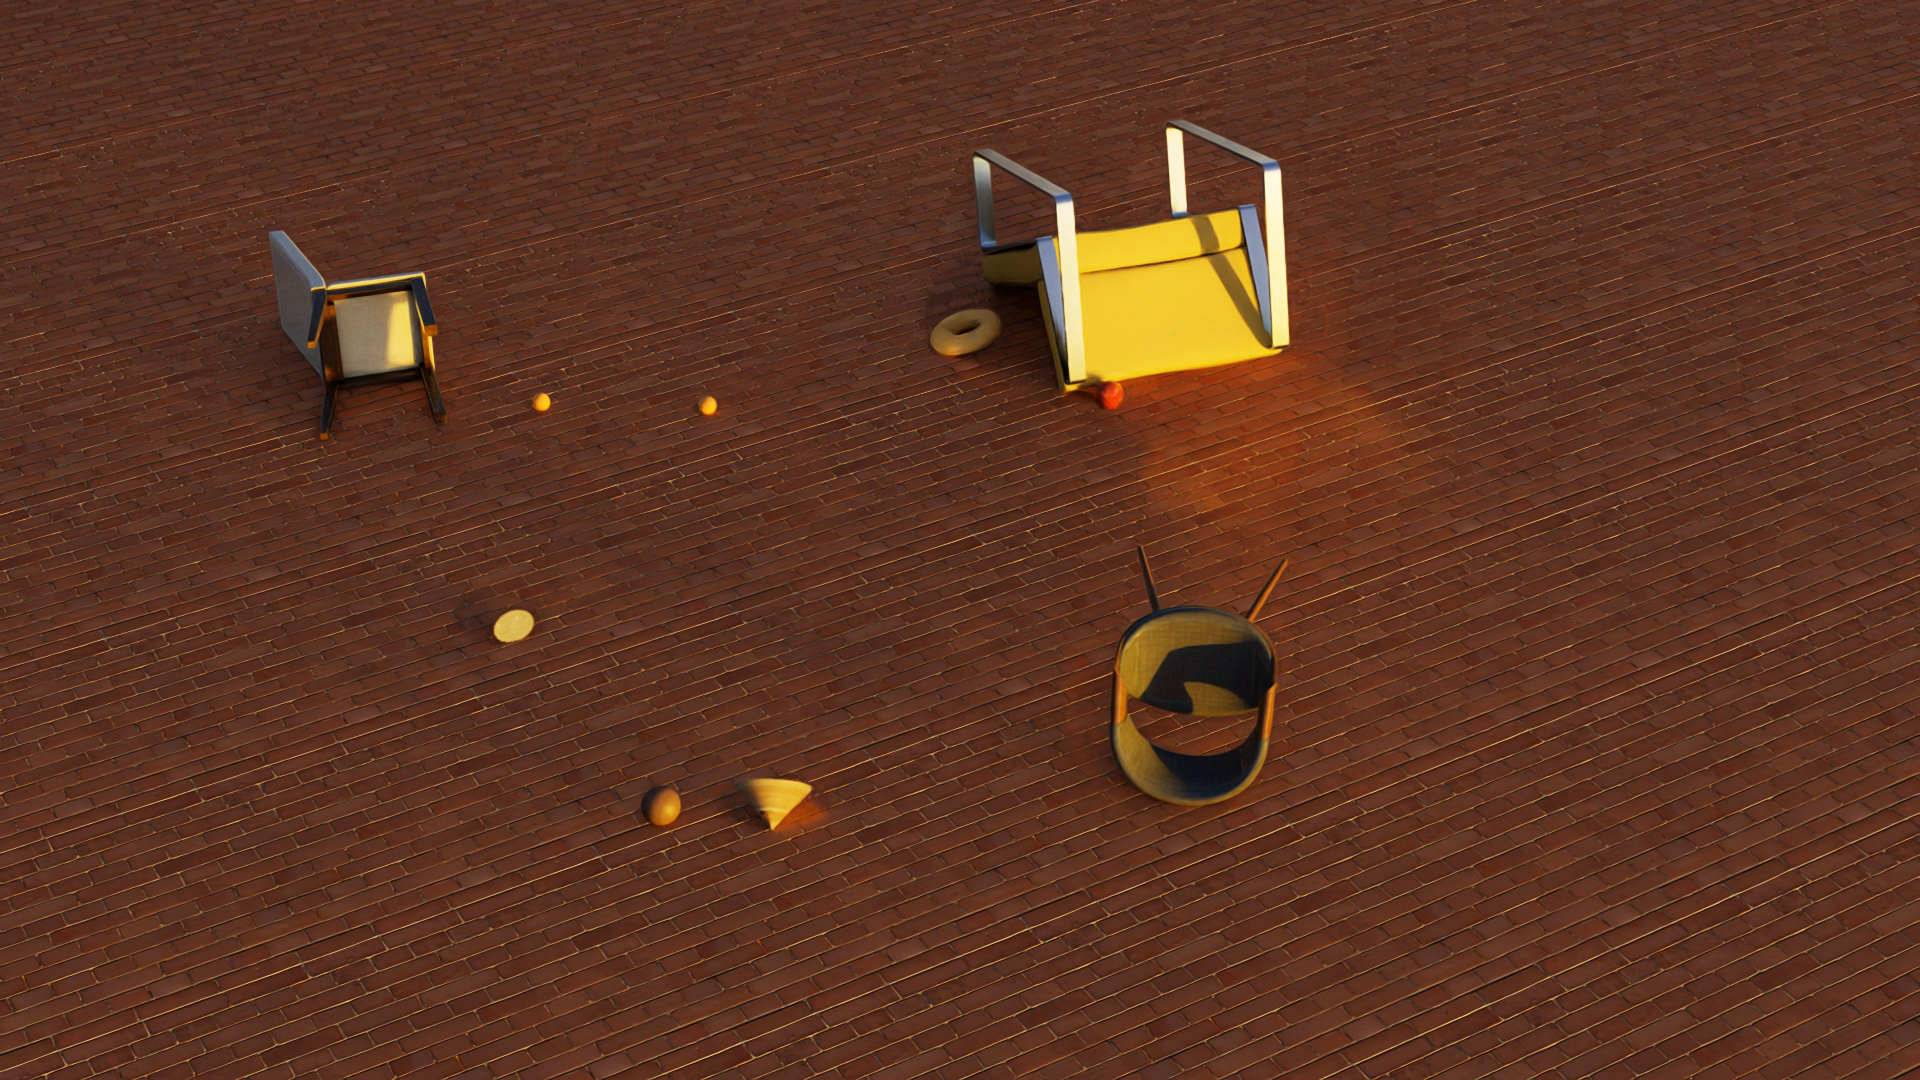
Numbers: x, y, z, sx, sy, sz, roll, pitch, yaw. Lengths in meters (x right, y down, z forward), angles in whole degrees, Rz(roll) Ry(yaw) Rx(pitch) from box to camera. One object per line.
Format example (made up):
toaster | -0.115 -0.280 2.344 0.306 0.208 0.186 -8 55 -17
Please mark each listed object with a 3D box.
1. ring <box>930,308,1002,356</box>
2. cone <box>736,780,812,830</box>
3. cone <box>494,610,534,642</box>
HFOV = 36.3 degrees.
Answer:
ring | 0.026 -0.862 12.143 0.313 0.080 0.289 -26 34 -16
cone | -0.607 0.874 9.535 0.250 0.236 0.144 -2 72 14
cone | -1.608 0.289 10.458 0.146 0.110 0.156 -24 19 -15
